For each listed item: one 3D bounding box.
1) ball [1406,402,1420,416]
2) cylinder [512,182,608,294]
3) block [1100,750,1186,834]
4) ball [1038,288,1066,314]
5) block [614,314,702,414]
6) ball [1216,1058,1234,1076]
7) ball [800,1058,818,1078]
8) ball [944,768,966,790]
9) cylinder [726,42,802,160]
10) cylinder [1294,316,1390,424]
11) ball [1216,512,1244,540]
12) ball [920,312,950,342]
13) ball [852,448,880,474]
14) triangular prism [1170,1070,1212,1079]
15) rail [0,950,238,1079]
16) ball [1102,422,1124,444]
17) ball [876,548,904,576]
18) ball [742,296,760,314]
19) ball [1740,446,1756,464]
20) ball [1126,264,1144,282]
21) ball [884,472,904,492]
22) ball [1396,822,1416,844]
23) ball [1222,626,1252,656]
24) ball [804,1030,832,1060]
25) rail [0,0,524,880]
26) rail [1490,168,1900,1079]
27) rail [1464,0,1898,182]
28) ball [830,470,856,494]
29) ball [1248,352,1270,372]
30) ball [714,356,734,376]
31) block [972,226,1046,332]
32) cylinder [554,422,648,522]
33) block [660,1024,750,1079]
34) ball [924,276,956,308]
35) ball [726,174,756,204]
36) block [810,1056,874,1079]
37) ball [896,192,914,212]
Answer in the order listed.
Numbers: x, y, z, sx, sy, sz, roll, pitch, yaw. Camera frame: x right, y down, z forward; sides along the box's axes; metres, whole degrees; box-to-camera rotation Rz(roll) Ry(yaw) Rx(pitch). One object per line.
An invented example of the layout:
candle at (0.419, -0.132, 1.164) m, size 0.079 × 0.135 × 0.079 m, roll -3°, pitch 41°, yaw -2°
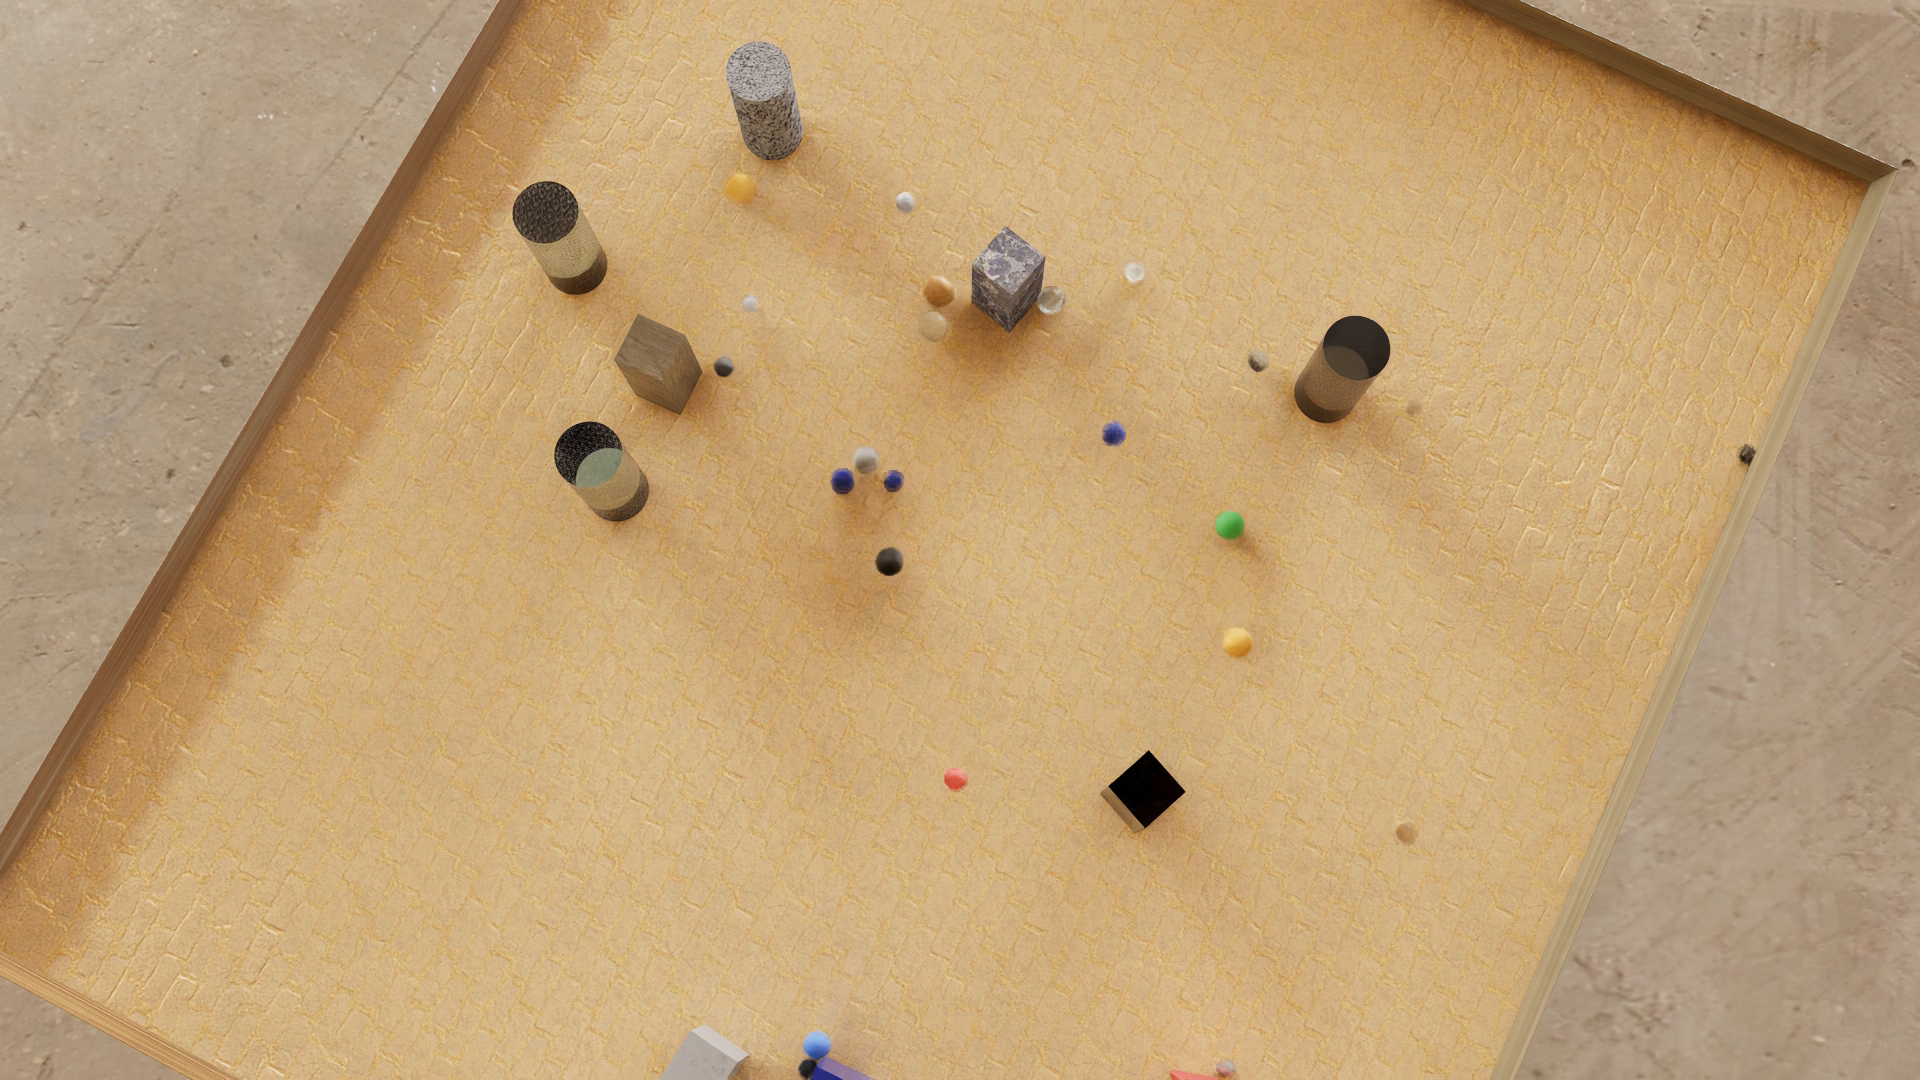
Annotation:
ball at (1.406, -0.407, 5.680) m, size 0.041 × 0.041 × 0.041 m, roll 0°, pitch 78°, yaw 0°
cylinder at (-1.212, -0.913, 5.576) m, size 0.194 × 0.449 × 0.194 m, roll 0°, pitch 78°, yaw 0°
block at (0.526, 0.732, 5.307) m, size 0.155 × 0.310 × 0.155 m, roll -40°, pitch 81°, yaw -8°
ball at (0.286, -0.747, 5.727) m, size 0.086 × 0.086 × 0.086 m, roll 0°, pitch 78°, yaw 0°
block at (-0.907, -0.526, 5.537) m, size 0.155 × 0.369 × 0.155 m, roll 24°, pitch 79°, yaw 5°
ball at (0.763, 1.520, 5.277) m, size 0.049 × 0.049 × 0.049 m, roll 0°, pitch 78°, yaw 0°
ball at (-0.436, 1.521, 5.274) m, size 0.053 × 0.053 × 0.053 m, roll 0°, pitch 78°, yaw 0°
ball at (-0.014, 0.708, 5.436) m, size 0.066 × 0.066 × 0.066 m, roll 0°, pitch 78°, yaw 0°
cylinder at (-0.602, -1.354, 5.677) m, size 0.194 × 0.430 × 0.194 m, roll 0°, pitch 78°, yaw 0°
cylinder at (1.139, -0.505, 5.485) m, size 0.194 × 0.463 × 0.194 m, roll 0°, pitch 78°, yaw 0°
ball at (0.822, -0.043, 5.580) m, size 0.089 × 0.089 × 0.089 m, roll 0°, pitch 78°, yaw 0°
ball at (-0.080, -0.664, 5.707) m, size 0.092 × 0.092 × 0.092 m, roll 0°, pitch 78°, yaw 0°
ball at (-0.288, -0.243, 5.626) m, size 0.081 × 0.081 × 0.081 m, roll 0°, pitch 78°, yaw 0°
triangular prism at (0.662, 1.546, 5.124) m, size 0.146 × 0.337 × 0.168 m, roll 41°, pitch 81°, yaw 8°
rail at (-1.048, 2.059, 5.125) m, size 4.199 × 0.126 × 0.045 m, roll 26°, pitch 80°, yaw 5°
ball at (0.471, -0.330, 5.648) m, size 0.072 × 0.072 × 0.072 m, roll 0°, pitch 78°, yaw 0°
ball at (-0.215, 0.067, 5.559) m, size 0.085 × 0.085 × 0.085 m, roll 0°, pitch 78°, yaw 0°
ball at (-0.656, -0.738, 5.741) m, size 0.054 × 0.054 × 0.054 m, roll 0°, pitch 78°, yaw 0°
ball at (2.428, -0.261, 5.644) m, size 0.052 × 0.052 × 0.052 m, roll 0°, pitch 78°, yaw 0°
ball at (0.549, -0.840, 5.761) m, size 0.058 × 0.058 × 0.058 m, roll 0°, pitch 78°, yaw 0°
ball at (-0.205, -0.177, 5.622) m, size 0.061 × 0.061 × 0.061 m, roll 0°, pitch 78°, yaw 0°
ball at (1.315, 0.865, 5.407) m, size 0.059 × 0.059 × 0.059 m, roll 0°, pitch 78°, yaw 0°
ball at (0.832, 0.306, 5.507) m, size 0.090 × 0.090 × 0.090 m, roll 0°, pitch 78°, yaw 0°
ball at (-0.410, 1.454, 5.275) m, size 0.079 × 0.079 × 0.079 m, roll 0°, pitch 78°, yaw 0°
rail at (-1.857, -0.902, 5.738) m, size 0.045 × 0.126 × 4.734 m, roll 26°, pitch 80°, yaw 5°
rail at (1.857, 0.916, 5.362) m, size 0.045 × 0.126 × 4.734 m, roll 26°, pitch 80°, yaw 5°
rail at (1.048, -2.046, 5.974) m, size 4.199 × 0.126 × 0.045 m, roll 26°, pitch 80°, yaw 5°
ball at (-0.358, -0.176, 5.615) m, size 0.075 × 0.075 × 0.075 m, roll 0°, pitch 78°, yaw 0°
ball at (0.930, -0.553, 5.699) m, size 0.062 × 0.062 × 0.062 m, roll 0°, pitch 78°, yaw 0°
ball at (-0.736, -0.539, 5.696) m, size 0.063 × 0.063 × 0.063 m, roll 0°, pitch 78°, yaw 0°
block at (0.145, -0.793, 5.601) m, size 0.155 × 0.352 × 0.155 m, roll 39°, pitch 81°, yaw 7°
cylinder at (-1.055, -0.197, 5.425) m, size 0.194 × 0.454 × 0.194 m, roll 0°, pitch 78°, yaw 0°
block at (-0.717, 1.483, 5.161) m, size 0.155 × 0.291 × 0.155 m, roll 32°, pitch 80°, yaw 6°
ball at (-0.063, -0.776, 5.728) m, size 0.096 × 0.096 × 0.096 m, roll 0°, pitch 78°, yaw 0°
ball at (-0.691, -1.110, 5.797) m, size 0.096 × 0.096 × 0.096 m, roll 0°, pitch 78°, yaw 0°
block at (-0.350, 1.557, 5.101) m, size 0.155 × 0.379 × 0.155 m, roll 24°, pitch 79°, yaw 5°
ball at (-0.173, -1.070, 5.807) m, size 0.061 × 0.061 × 0.061 m, roll 0°, pitch 78°, yaw 0°
